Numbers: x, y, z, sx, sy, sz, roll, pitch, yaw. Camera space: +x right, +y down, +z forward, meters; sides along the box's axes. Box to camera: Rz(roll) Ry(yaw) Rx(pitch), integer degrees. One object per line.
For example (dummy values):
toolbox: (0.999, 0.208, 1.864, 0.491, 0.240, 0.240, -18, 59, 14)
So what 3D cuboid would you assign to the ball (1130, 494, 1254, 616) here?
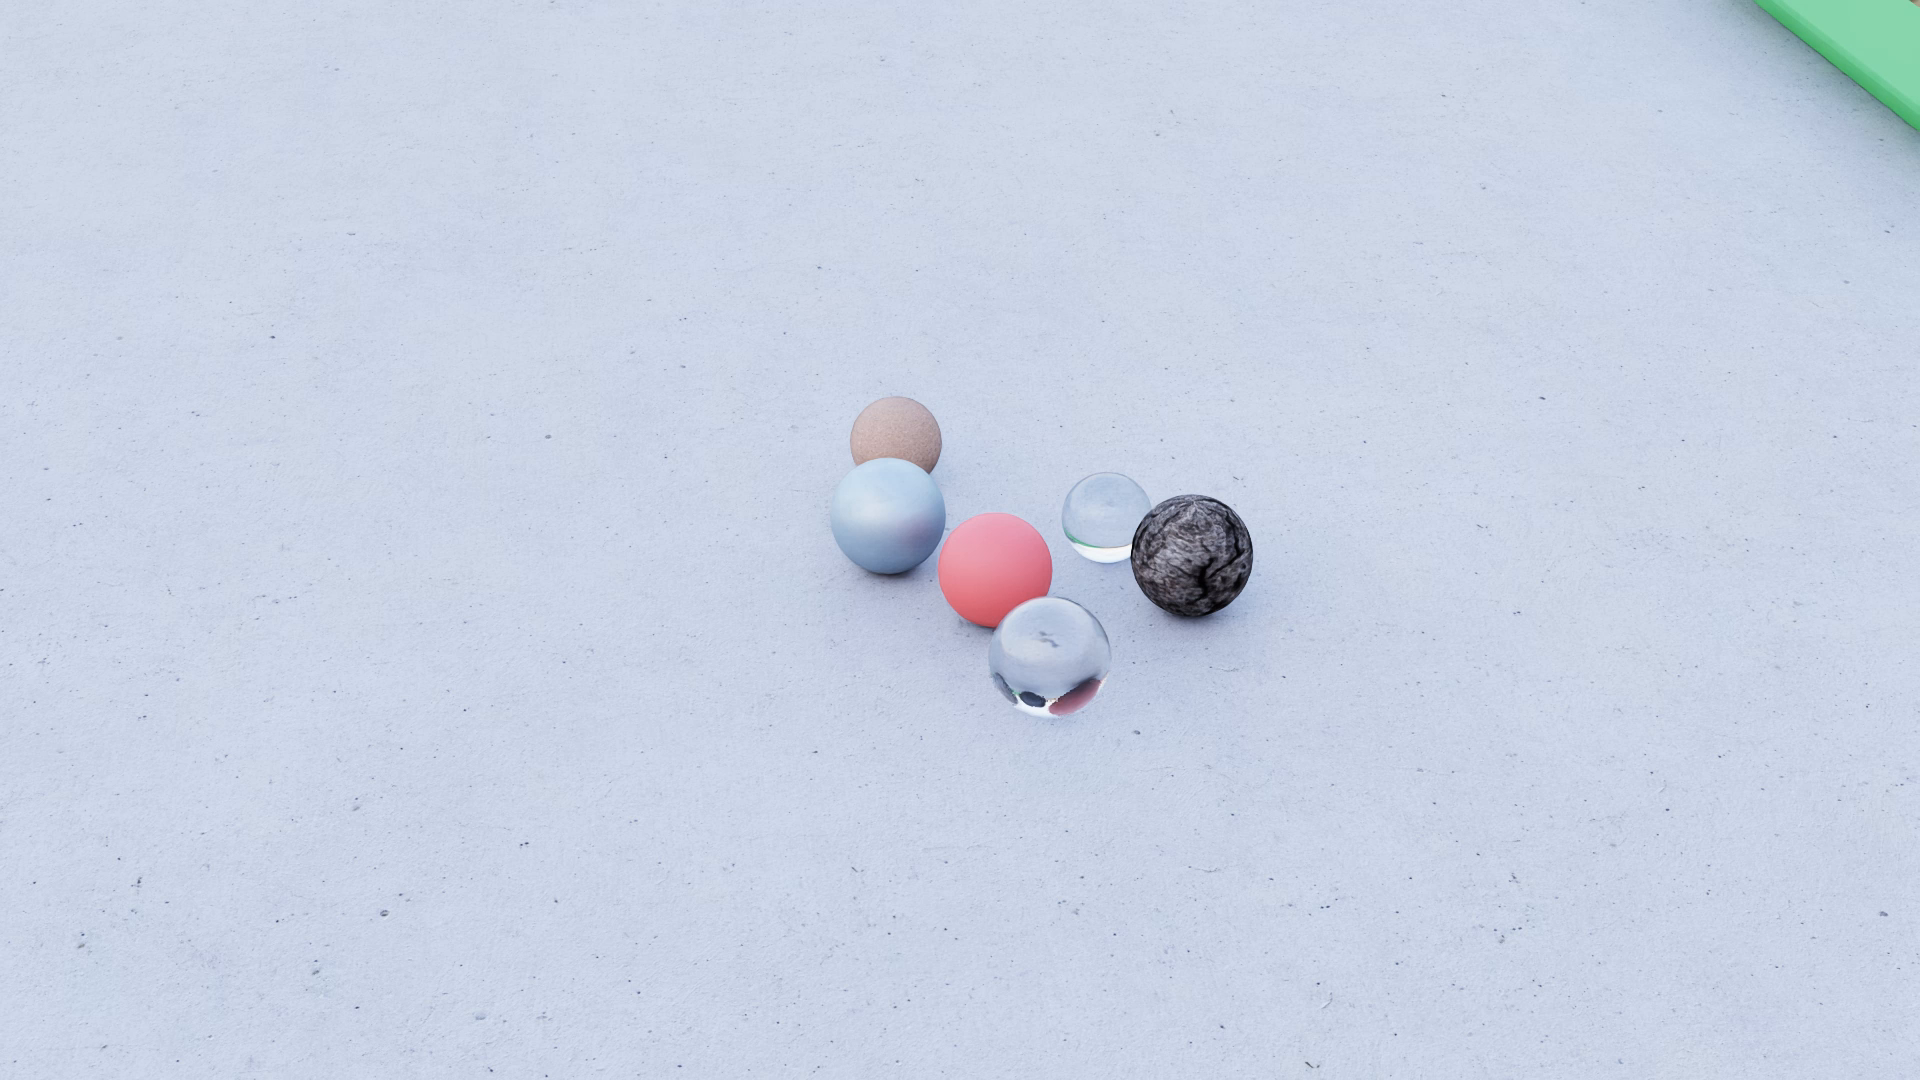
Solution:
ball: (0.138, 0.009, 1.747, 0.073, 0.073, 0.073, 0, 29, 0)

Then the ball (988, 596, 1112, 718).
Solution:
ball: (0.050, 0.066, 1.648, 0.069, 0.069, 0.069, 0, 29, 0)

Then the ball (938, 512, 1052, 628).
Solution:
ball: (0.021, 0.018, 1.737, 0.068, 0.068, 0.068, 0, 29, 0)

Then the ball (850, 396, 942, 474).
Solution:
ball: (-0.041, -0.063, 1.892, 0.059, 0.059, 0.059, 0, 29, 0)

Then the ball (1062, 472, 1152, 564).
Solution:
ball: (0.090, -0.014, 1.806, 0.056, 0.056, 0.056, 0, 29, 0)

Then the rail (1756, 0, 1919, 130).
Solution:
rail: (0.735, -0.513, 2.671, 0.045, 0.095, 3.589, -5, 29, -9)

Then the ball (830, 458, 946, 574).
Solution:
ball: (-0.044, -0.015, 1.793, 0.071, 0.071, 0.071, 0, 29, 0)
